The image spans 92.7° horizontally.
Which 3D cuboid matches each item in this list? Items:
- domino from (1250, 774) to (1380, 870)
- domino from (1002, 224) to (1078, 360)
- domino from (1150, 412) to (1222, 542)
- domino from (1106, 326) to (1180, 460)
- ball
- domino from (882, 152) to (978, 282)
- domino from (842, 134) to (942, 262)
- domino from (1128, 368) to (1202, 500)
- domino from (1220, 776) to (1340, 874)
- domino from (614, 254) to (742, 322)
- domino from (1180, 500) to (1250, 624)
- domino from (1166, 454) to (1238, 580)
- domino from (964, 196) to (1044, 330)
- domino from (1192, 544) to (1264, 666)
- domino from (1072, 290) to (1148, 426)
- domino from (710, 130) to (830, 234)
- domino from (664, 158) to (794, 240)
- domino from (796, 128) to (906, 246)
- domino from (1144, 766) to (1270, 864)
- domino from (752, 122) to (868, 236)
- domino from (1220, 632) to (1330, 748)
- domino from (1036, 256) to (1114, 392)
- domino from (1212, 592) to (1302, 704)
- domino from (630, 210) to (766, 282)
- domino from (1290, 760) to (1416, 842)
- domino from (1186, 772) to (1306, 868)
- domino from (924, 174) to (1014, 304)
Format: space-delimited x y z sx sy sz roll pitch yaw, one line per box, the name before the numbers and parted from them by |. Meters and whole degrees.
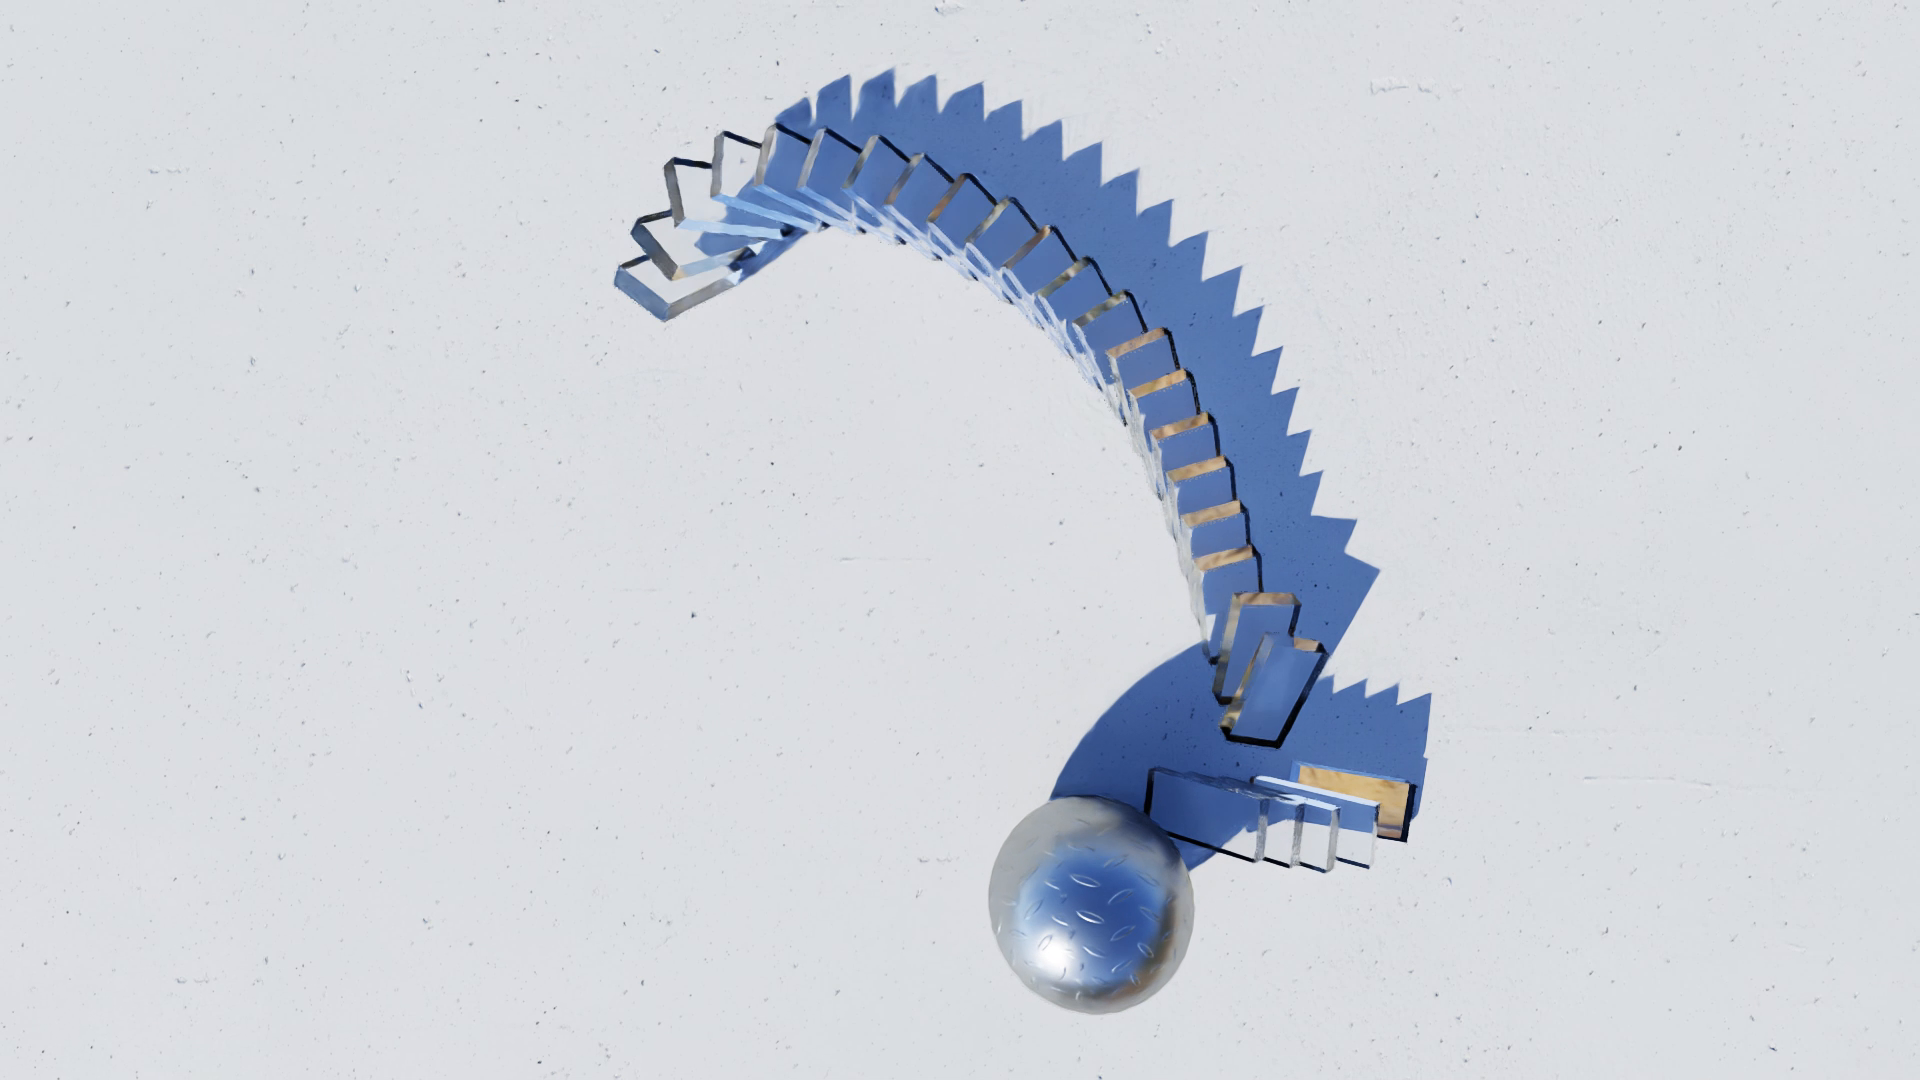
domino | 0.146 0.116 0.382 0.050 0.009 0.025 6 90 35
domino | 0.042 -0.103 0.383 0.025 0.009 0.050 -43 123 0
domino | 0.096 -0.026 0.383 0.025 0.009 0.050 -18 122 0
domino | 0.080 -0.060 0.383 0.025 0.010 0.050 -24 122 -1
ball | 0.051 0.141 0.360 0.080 0.080 0.080 0 90 0
domino | -0.005 -0.134 0.382 0.050 0.009 0.025 33 90 -34
domino | -0.022 -0.141 0.382 0.050 0.010 0.025 29 90 -35
domino | 0.089 -0.043 0.383 0.025 0.009 0.050 -21 122 -1
domino | 0.129 0.117 0.380 0.050 0.009 0.025 6 90 42
domino | -0.115 -0.109 0.378 0.025 0.050 0.009 37 130 0
domino | 0.108 0.010 0.383 0.025 0.010 0.050 -15 121 0
domino | 0.103 -0.009 0.383 0.025 0.009 0.050 -16 122 0
domino | 0.027 -0.115 0.382 0.025 0.009 0.050 -47 123 0
domino | 0.113 0.028 0.383 0.025 0.010 0.050 -15 121 0
domino | 0.069 -0.075 0.383 0.025 0.009 0.050 -32 122 0
domino | -0.077 -0.148 0.380 0.050 0.010 0.025 4 90 -40
domino | -0.095 -0.141 0.380 0.050 0.010 0.025 -11 89 -43
domino | -0.041 -0.146 0.381 0.050 0.010 0.025 20 90 -37
domino | 0.101 0.113 0.380 0.050 0.010 0.025 6 90 42
domino | -0.059 -0.149 0.381 0.050 0.009 0.025 13 90 -39
domino | 0.131 0.063 0.382 0.025 0.010 0.050 10 117 -12
domino | 0.055 -0.089 0.383 0.025 0.009 0.050 -38 122 0
domino | 0.123 0.046 0.383 0.025 0.009 0.050 0 119 -6
domino | -0.107 -0.125 0.379 0.025 0.050 0.009 50 134 0
domino | 0.168 0.113 0.395 0.050 0.010 0.025 9 90 0
domino | 0.115 0.115 0.380 0.050 0.010 0.025 6 90 42
domino | 0.011 -0.125 0.382 0.050 0.009 0.025 38 90 -34
